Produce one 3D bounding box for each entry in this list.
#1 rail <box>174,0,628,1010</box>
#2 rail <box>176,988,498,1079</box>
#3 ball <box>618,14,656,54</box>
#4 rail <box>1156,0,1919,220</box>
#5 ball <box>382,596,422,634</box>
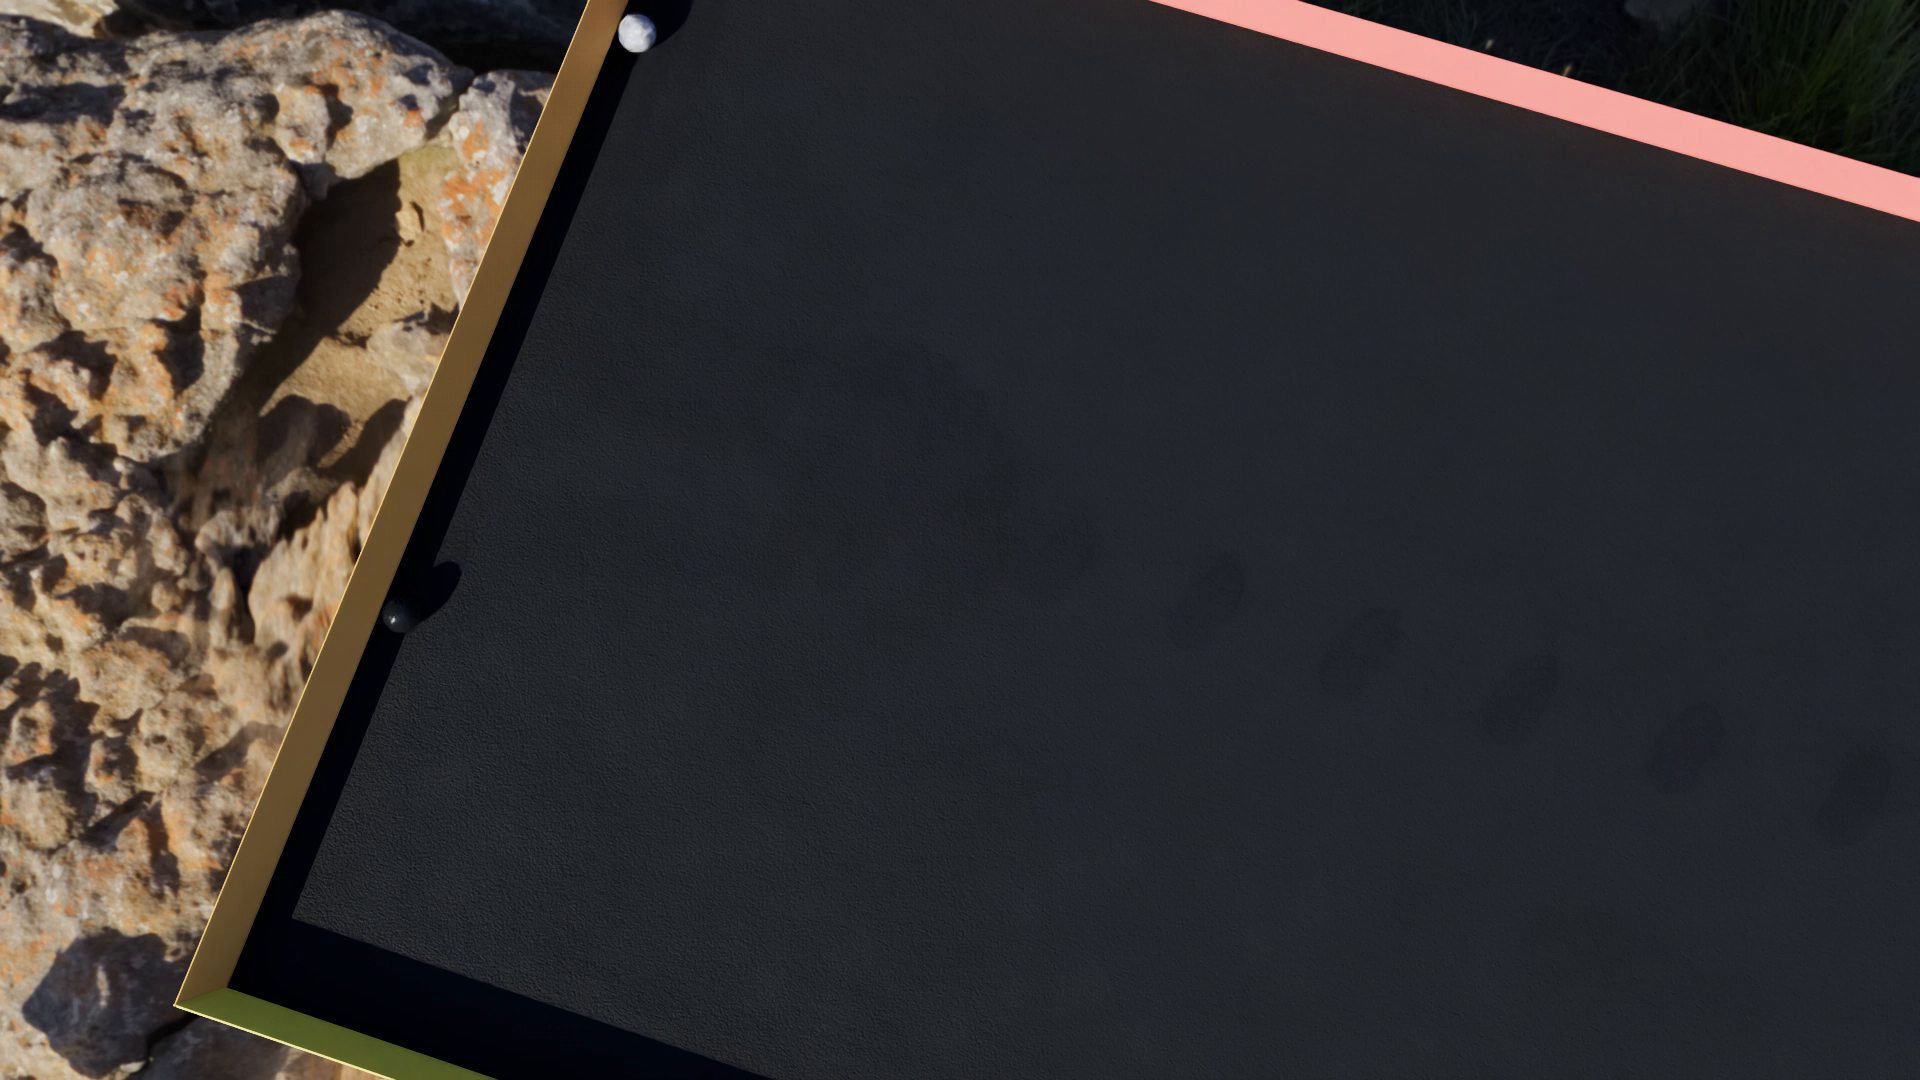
[{"bbox_3d":[-0.780,-0.247,3.416,0.045,0.094,2.023,17,75,5],"label":"rail"},{"bbox_3d":[0.498,1.150,3.022,3.373,0.094,0.045,17,75,5],"label":"rail"},{"bbox_3d":[-0.528,-0.829,3.597,0.064,0.064,0.064,0,74,0],"label":"ball"},{"bbox_3d":[1.106,-0.659,3.533,3.373,0.094,0.045,17,75,5],"label":"rail"},{"bbox_3d":[-0.847,0.112,3.335,0.058,0.058,0.058,0,74,0],"label":"ball"}]
